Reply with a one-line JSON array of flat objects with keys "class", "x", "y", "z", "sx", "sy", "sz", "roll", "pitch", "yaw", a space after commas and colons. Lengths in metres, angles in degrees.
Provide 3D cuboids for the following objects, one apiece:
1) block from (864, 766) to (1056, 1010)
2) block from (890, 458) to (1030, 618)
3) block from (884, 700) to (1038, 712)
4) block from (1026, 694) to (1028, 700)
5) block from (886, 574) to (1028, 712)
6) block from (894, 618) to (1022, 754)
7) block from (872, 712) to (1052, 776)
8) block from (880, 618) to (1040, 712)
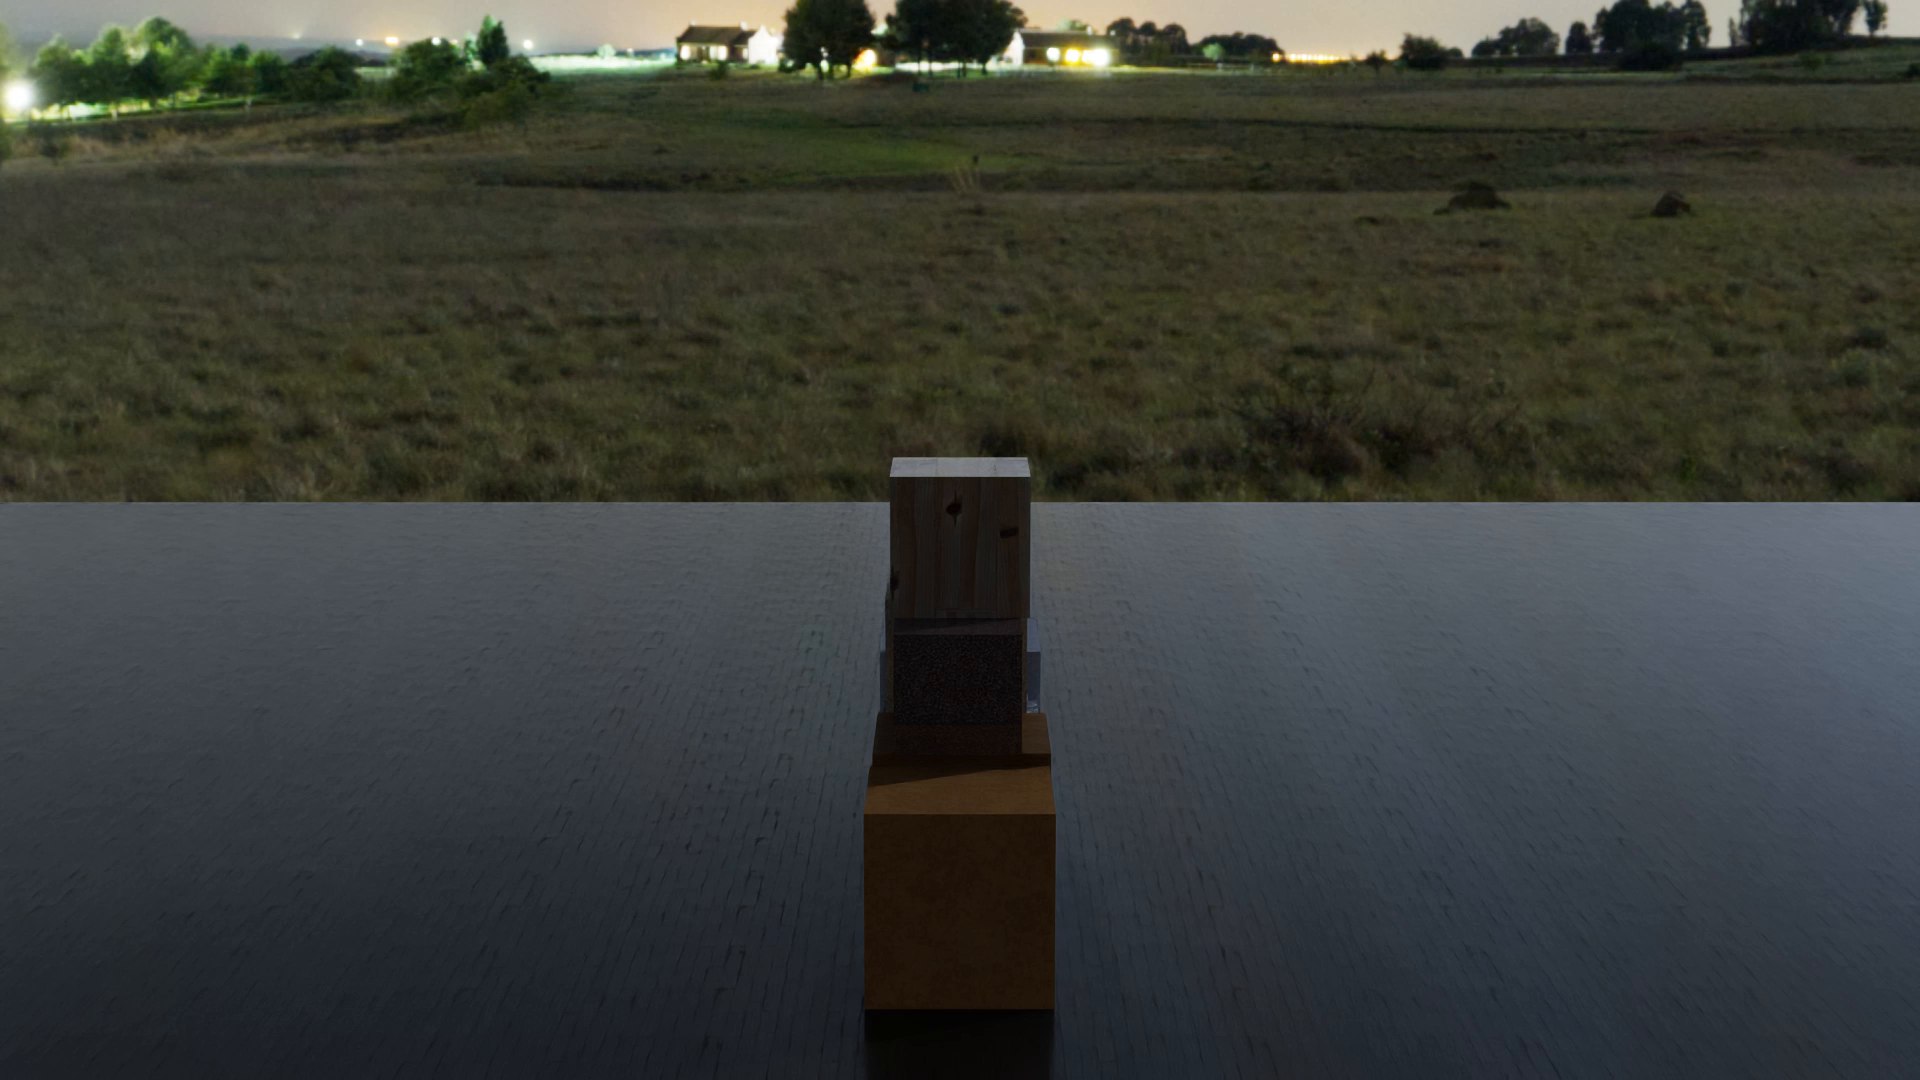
[{"class": "block", "x": -0.001, "y": 1.345, "z": 10.021, "sx": 0.721, "sy": 0.769, "sz": 0.683, "roll": 0, "pitch": 10, "yaw": 0}, {"class": "block", "x": 0.001, "y": -0.016, "z": 10.698, "sx": 0.570, "sy": 0.585, "sz": 0.529, "roll": 0, "pitch": 10, "yaw": 0}, {"class": "block", "x": 0.003, "y": 1.134, "z": 11.383, "sx": 0.693, "sy": 0.696, "sz": 0.694, "roll": 0, "pitch": 10, "yaw": 0}, {"class": "block", "x": 0.012, "y": 1.072, "z": 12.025, "sx": 0.619, "sy": 0.588, "sz": 0.572, "roll": 0, "pitch": 10, "yaw": 0}, {"class": "block", "x": -0.016, "y": 0.472, "z": 11.576, "sx": 0.623, "sy": 0.539, "sz": 0.581, "roll": 0, "pitch": 10, "yaw": 0}, {"class": "block", "x": -0.009, "y": 0.564, "z": 10.519, "sx": 0.511, "sy": 0.492, "sz": 0.602, "roll": 0, "pitch": 10, "yaw": 0}, {"class": "block", "x": 0.007, "y": 1.198, "z": 10.691, "sx": 0.717, "sy": 0.817, "sz": 0.670, "roll": 0, "pitch": 10, "yaw": 0}, {"class": "block", "x": 0.001, "y": 0.850, "z": 12.686, "sx": 0.766, "sy": 0.789, "sz": 0.788, "roll": 0, "pitch": 10, "yaw": 0}]
